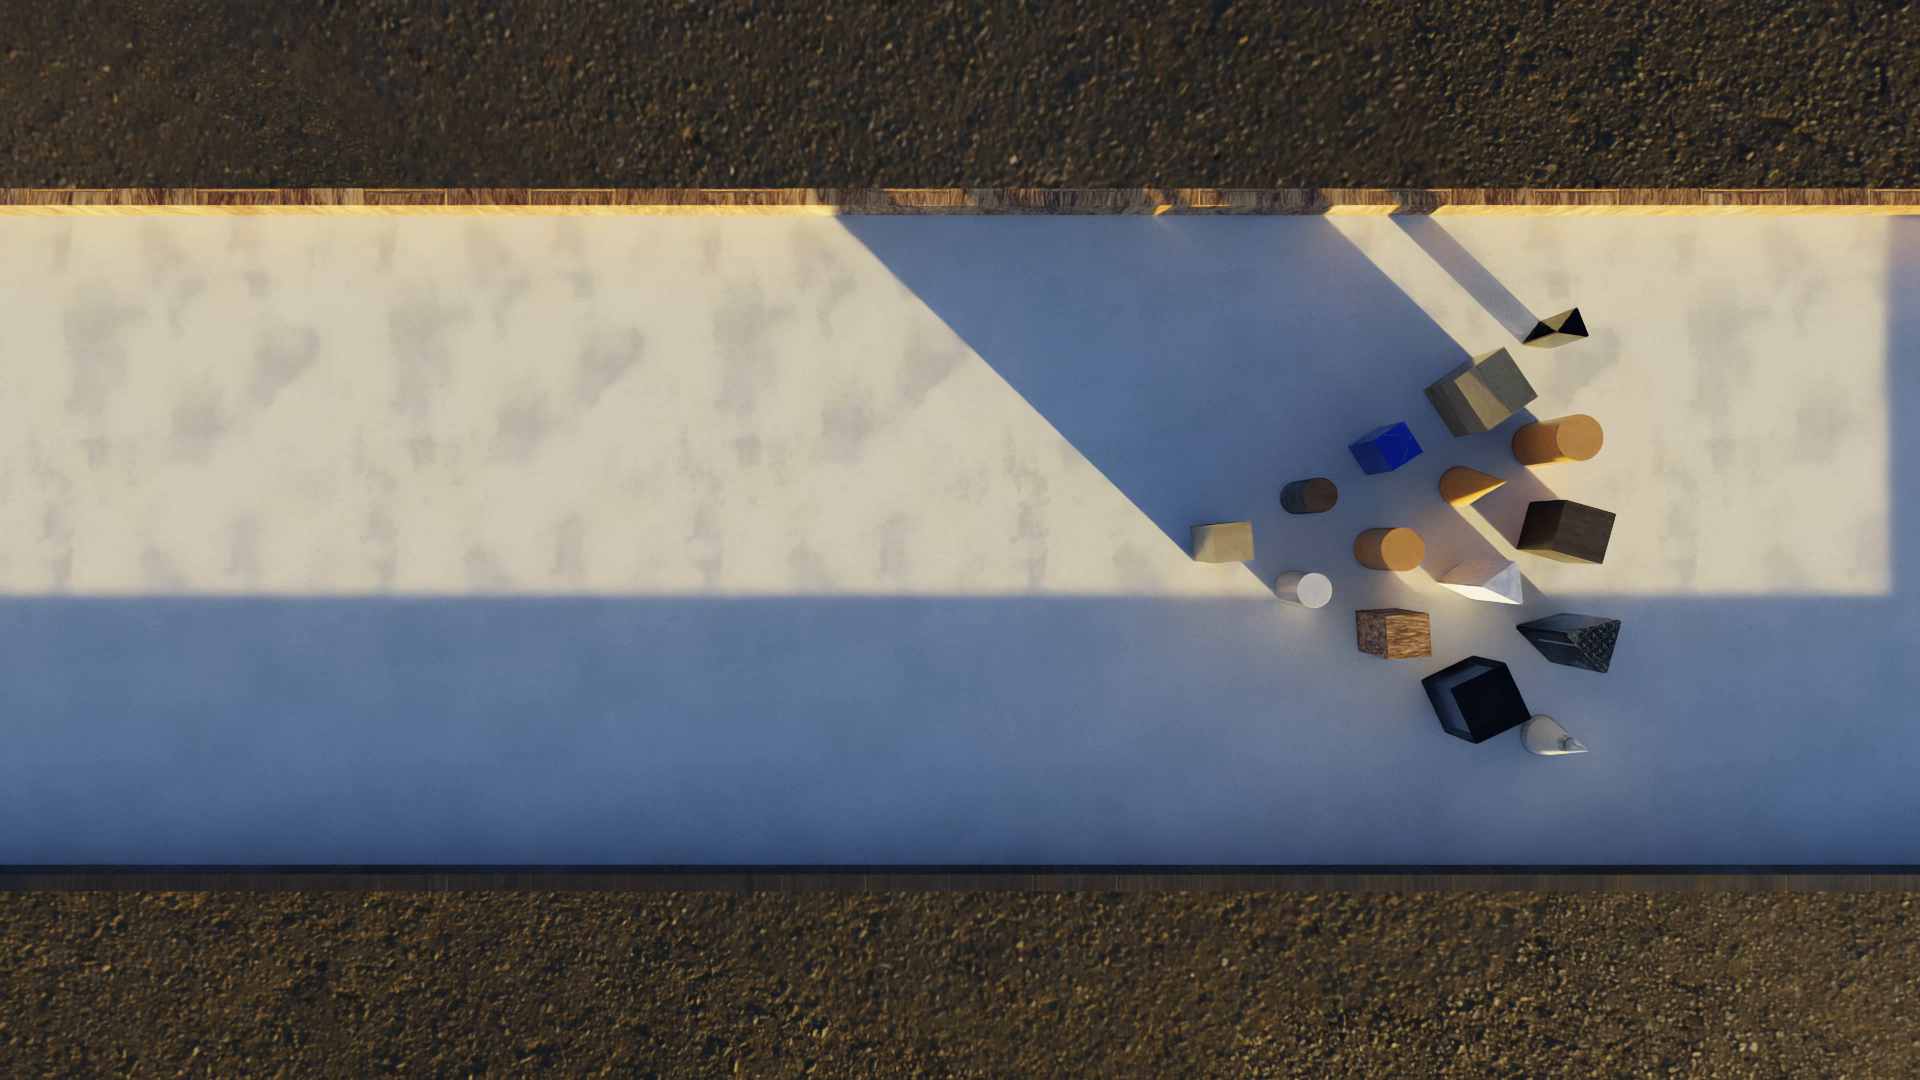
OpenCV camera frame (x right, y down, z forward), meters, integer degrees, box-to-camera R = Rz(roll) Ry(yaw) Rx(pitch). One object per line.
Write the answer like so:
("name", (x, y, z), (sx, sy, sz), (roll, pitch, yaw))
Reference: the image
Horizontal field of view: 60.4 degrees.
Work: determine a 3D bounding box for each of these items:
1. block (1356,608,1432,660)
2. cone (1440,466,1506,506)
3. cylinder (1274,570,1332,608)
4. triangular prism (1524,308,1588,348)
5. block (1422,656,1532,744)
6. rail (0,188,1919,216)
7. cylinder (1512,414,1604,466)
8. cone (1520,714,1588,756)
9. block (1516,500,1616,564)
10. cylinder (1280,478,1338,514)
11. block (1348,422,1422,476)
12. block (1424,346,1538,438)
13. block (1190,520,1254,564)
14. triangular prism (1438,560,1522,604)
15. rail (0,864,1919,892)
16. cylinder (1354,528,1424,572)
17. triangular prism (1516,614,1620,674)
("block", (1.283, 0.275, 4.895), (0.124, 0.364, 0.124), (-4, 90, 0))
("cone", (1.538, -0.165, 4.855), (0.127, 0.443, 0.127), (0, 90, 0))
("cylinder", (1.017, 0.145, 4.905), (0.101, 0.342, 0.101), (0, 90, 0))
("triangular prism", (1.780, -0.635, 4.925), (0.090, 0.302, 0.078), (8, 90, 0))
("block", (1.536, 0.474, 4.924), (0.178, 0.305, 0.178), (-25, 90, 0))
("rail", (-2.247, -1.025, 5.002), (12.000, 0.150, 0.050), (0, 90, 0))
("cylinder", (1.765, -0.292, 4.886), (0.134, 0.382, 0.134), (0, 90, 0))
("cone", (1.788, 0.601, 4.882), (0.127, 0.389, 0.127), (0, 90, 0))
("block", (1.806, -0.023, 4.925), (0.152, 0.304, 0.152), (16, 90, 0))
("cylinder", (1.035, -0.129, 4.908), (0.102, 0.338, 0.102), (0, 90, 0))
("block", (1.267, -0.271, 4.921), (0.105, 0.311, 0.105), (-32, 90, 0))
("block", (1.546, -0.437, 4.917), (0.175, 0.320, 0.175), (-34, 90, 0))
("block", (0.768, 0.006, 4.854), (0.109, 0.445, 0.109), (-6, 90, 0))
("triangular prism", (1.543, 0.107, 4.853), (0.120, 0.447, 0.104), (24, 90, 0))
("rail", (-2.247, 1.025, 5.001), (12.000, 0.150, 0.050), (0, 90, 0))
("cylinder", (1.275, 0.027, 4.913), (0.127, 0.327, 0.127), (0, 90, 0))
("triangular prism", (1.814, 0.274, 4.863), (0.155, 0.427, 0.134), (45, 90, 0))
